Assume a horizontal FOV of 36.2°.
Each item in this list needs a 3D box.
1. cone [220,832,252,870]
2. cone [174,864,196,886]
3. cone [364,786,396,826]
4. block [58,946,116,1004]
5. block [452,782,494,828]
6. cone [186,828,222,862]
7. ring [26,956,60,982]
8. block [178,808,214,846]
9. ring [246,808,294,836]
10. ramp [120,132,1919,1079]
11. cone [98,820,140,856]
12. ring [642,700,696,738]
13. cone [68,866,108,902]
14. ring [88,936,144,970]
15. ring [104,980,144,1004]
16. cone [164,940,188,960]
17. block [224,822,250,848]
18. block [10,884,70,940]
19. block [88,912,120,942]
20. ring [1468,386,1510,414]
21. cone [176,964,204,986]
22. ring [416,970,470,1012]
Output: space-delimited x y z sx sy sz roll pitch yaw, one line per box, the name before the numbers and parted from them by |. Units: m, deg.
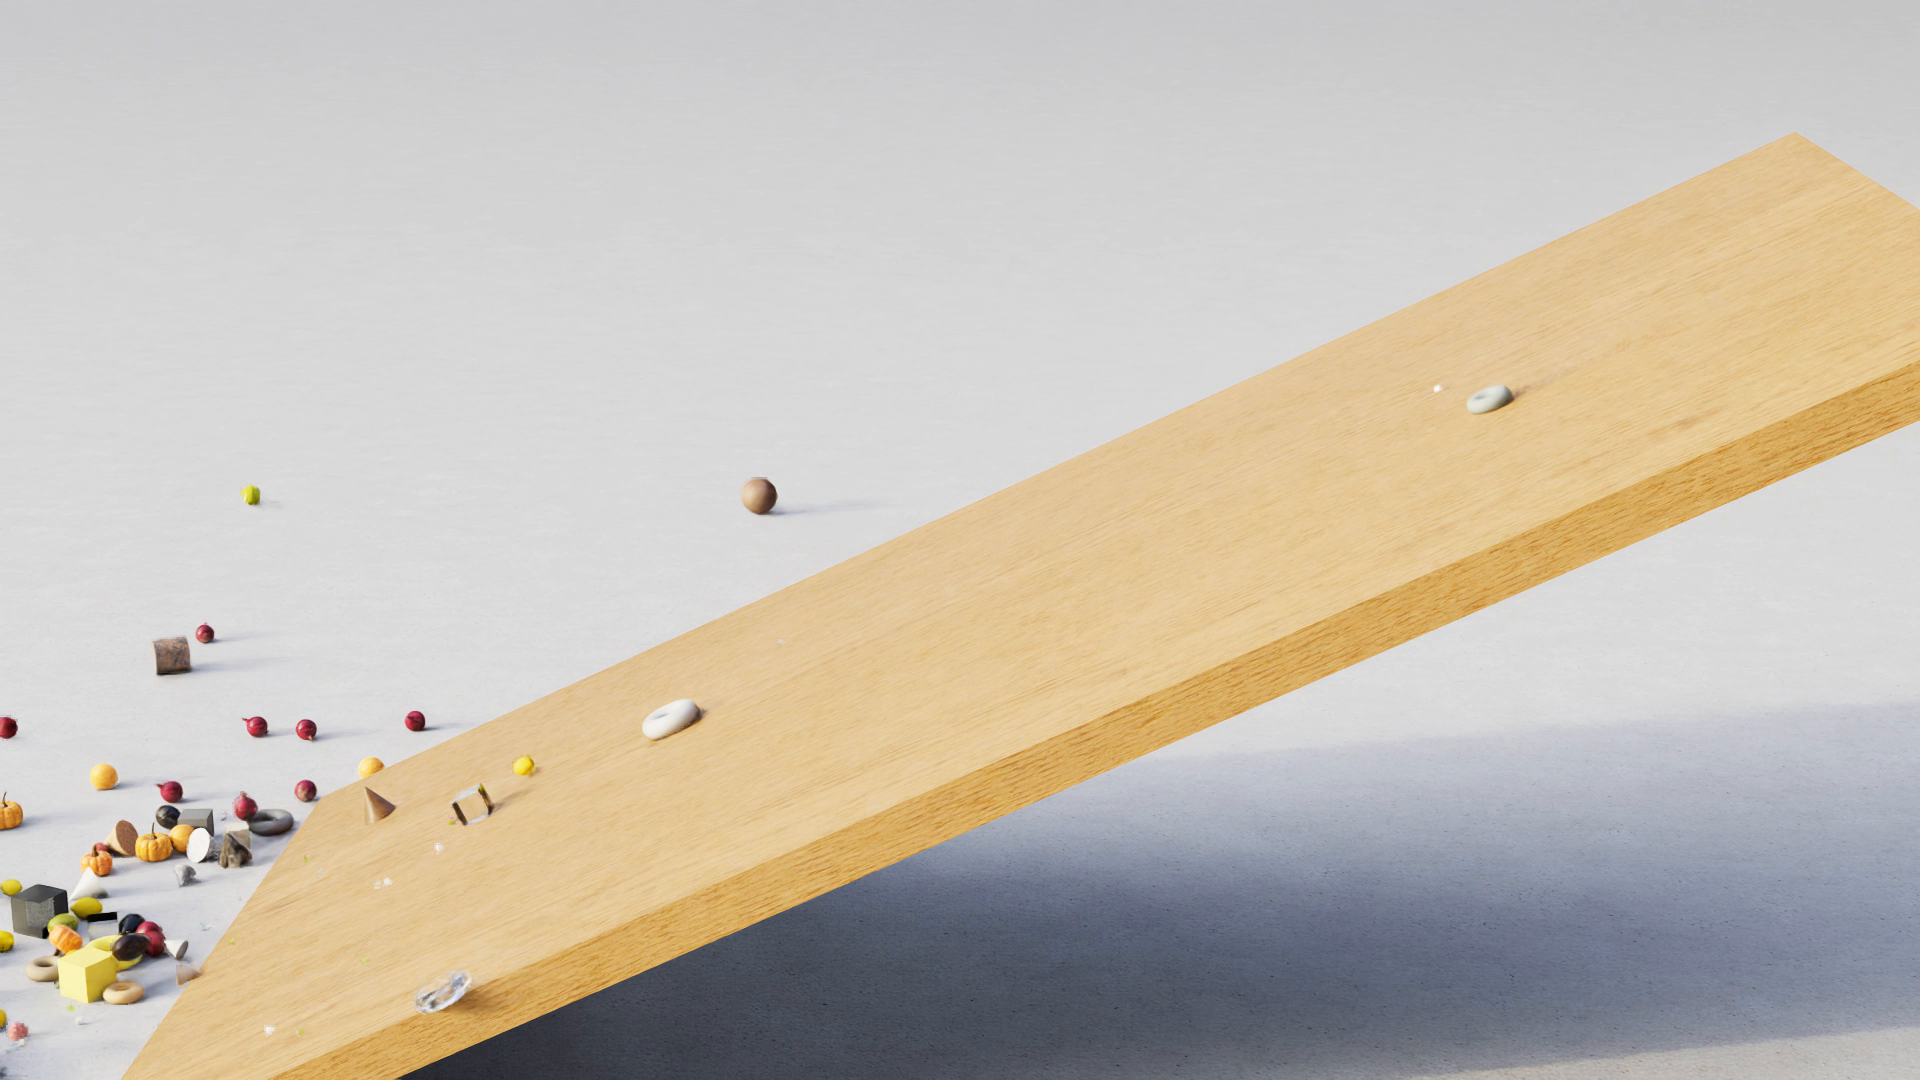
cone | -1.818 0.762 7.335 0.084 0.084 0.084 -10 24 5
cone | -1.911 0.834 7.227 0.053 0.053 0.053 2 45 6
cone | -1.412 0.625 7.065 0.086 0.086 0.086 -25 13 6
block | -1.961 0.977 6.611 0.087 0.087 0.087 10 19 31
block | -1.096 0.597 6.623 0.064 0.064 0.064 -24 13 9
cone | -1.883 0.776 7.404 0.087 0.087 0.087 14 -7 40
ring | -2.081 0.978 6.709 0.098 0.033 0.098 1 16 0
block | -1.946 0.732 7.493 0.073 0.073 0.073 -1 16 -2
ring | -1.776 0.727 7.574 0.120 0.040 0.120 0 17 0
ramp | 0.136 0.168 6.282 4.000 0.100 2.000 -24 13 9
cone | -2.138 0.768 7.423 0.095 0.095 0.095 -24 10 16
ring | -0.648 0.400 6.571 0.132 0.044 0.132 -24 14 6
cone | -2.128 0.851 7.140 0.085 0.085 0.085 -36 29 -18
ring | -1.952 0.952 6.774 0.137 0.046 0.137 0 17 0
ring | -1.874 1.013 6.591 0.089 0.030 0.089 0 15 0
cone | -1.818 0.936 6.792 0.052 0.052 0.052 25 22 12
block | -1.833 0.752 7.463 0.052 0.052 0.052 -6 17 -21
block | -2.174 0.878 6.952 0.091 0.091 0.091 8 18 25
block | -1.999 0.915 6.867 0.067 0.067 0.067 -5 17 -16
ring | 1.071 -0.284 5.953 0.092 0.031 0.092 -24 14 7
cone | -1.688 0.954 6.469 0.051 0.051 0.051 -5 15 10
ring | -0.965 0.843 5.494 0.113 0.038 0.113 -25 12 6
